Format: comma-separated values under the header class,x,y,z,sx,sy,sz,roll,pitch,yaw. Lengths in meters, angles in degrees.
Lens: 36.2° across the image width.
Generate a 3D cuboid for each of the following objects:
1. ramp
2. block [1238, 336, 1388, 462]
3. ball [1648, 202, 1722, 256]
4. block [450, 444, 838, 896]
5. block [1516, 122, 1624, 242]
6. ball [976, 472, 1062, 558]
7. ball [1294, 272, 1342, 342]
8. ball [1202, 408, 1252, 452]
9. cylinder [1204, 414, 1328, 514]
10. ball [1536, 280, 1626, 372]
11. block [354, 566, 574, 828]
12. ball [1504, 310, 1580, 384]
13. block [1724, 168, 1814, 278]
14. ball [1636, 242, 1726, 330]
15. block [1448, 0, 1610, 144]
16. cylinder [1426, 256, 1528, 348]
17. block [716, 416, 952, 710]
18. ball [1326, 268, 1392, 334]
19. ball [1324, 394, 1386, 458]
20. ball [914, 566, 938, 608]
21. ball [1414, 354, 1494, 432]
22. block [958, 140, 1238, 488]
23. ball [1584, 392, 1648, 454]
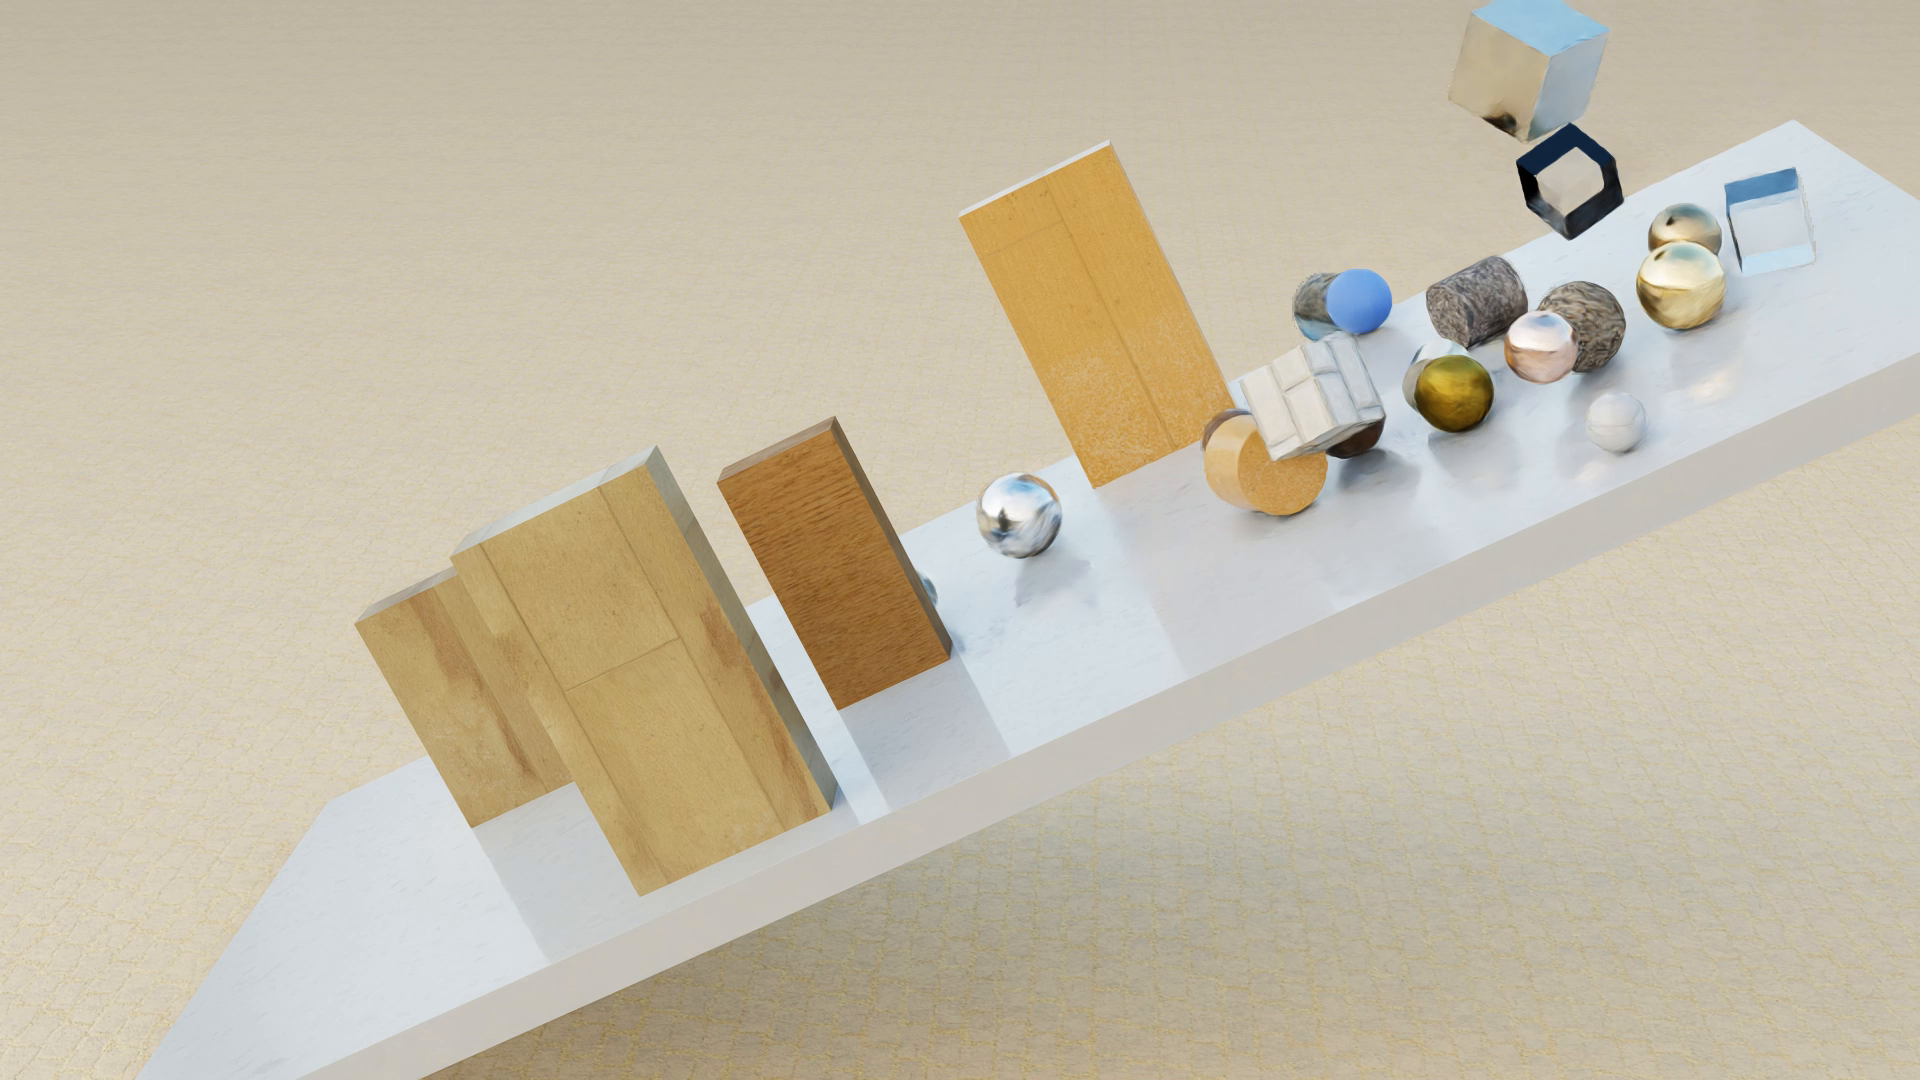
class,x,y,z,sx,sy,sz,roll,pitch,yaw
ramp,0.138,0.168,6.281,4.000,0.100,2.000,-25,14,10
block,0.688,-0.275,5.734,0.172,0.172,0.172,-11,-14,-46
ball,1.499,-0.622,6.084,0.150,0.150,0.150,0,16,0
block,-0.587,0.250,5.537,0.410,0.747,0.147,-25,14,10
block,1.328,-0.779,6.402,0.151,0.151,0.151,-35,49,-6
ball,0.131,-0.054,6.496,0.190,0.190,0.190,0,16,0
ball,0.918,-0.570,7.275,0.185,0.185,0.185,0,16,0
ball,0.592,-0.209,6.284,0.147,0.147,0.147,0,16,0
cylinder,0.614,-0.153,5.925,0.191,0.191,0.191,-5,6,-15
ball,1.221,-0.421,5.803,0.180,0.180,0.180,0,16,0
block,-1.040,0.317,6.606,0.403,0.538,0.131,-25,14,10
ball,1.121,-0.371,5.675,0.144,0.144,0.144,0,16,0
block,1.595,-0.626,5.797,0.140,0.140,0.140,-12,30,20
ball,1.408,-0.497,5.744,0.173,0.173,0.173,0,16,0
block,1.139,-0.953,5.897,0.200,0.200,0.200,-27,51,-36
cylinder,1.124,-0.515,6.395,0.156,0.156,0.156,-27,24,-16
block,-0.256,0.049,6.089,0.261,0.545,0.118,-25,14,10
ball,0.939,-0.563,6.924,0.155,0.155,0.155,0,16,0
ball,0.787,-0.252,6.025,0.169,0.169,0.169,0,16,0
ball,-0.121,0.126,6.406,0.145,0.145,0.145,0,16,0
ball,0.980,-0.290,5.830,0.155,0.155,0.155,0,16,0
block,0.324,-0.512,6.728,0.378,0.705,0.081,-25,14,10
ball,1.173,-0.210,5.258,0.109,0.109,0.109,0,16,0
